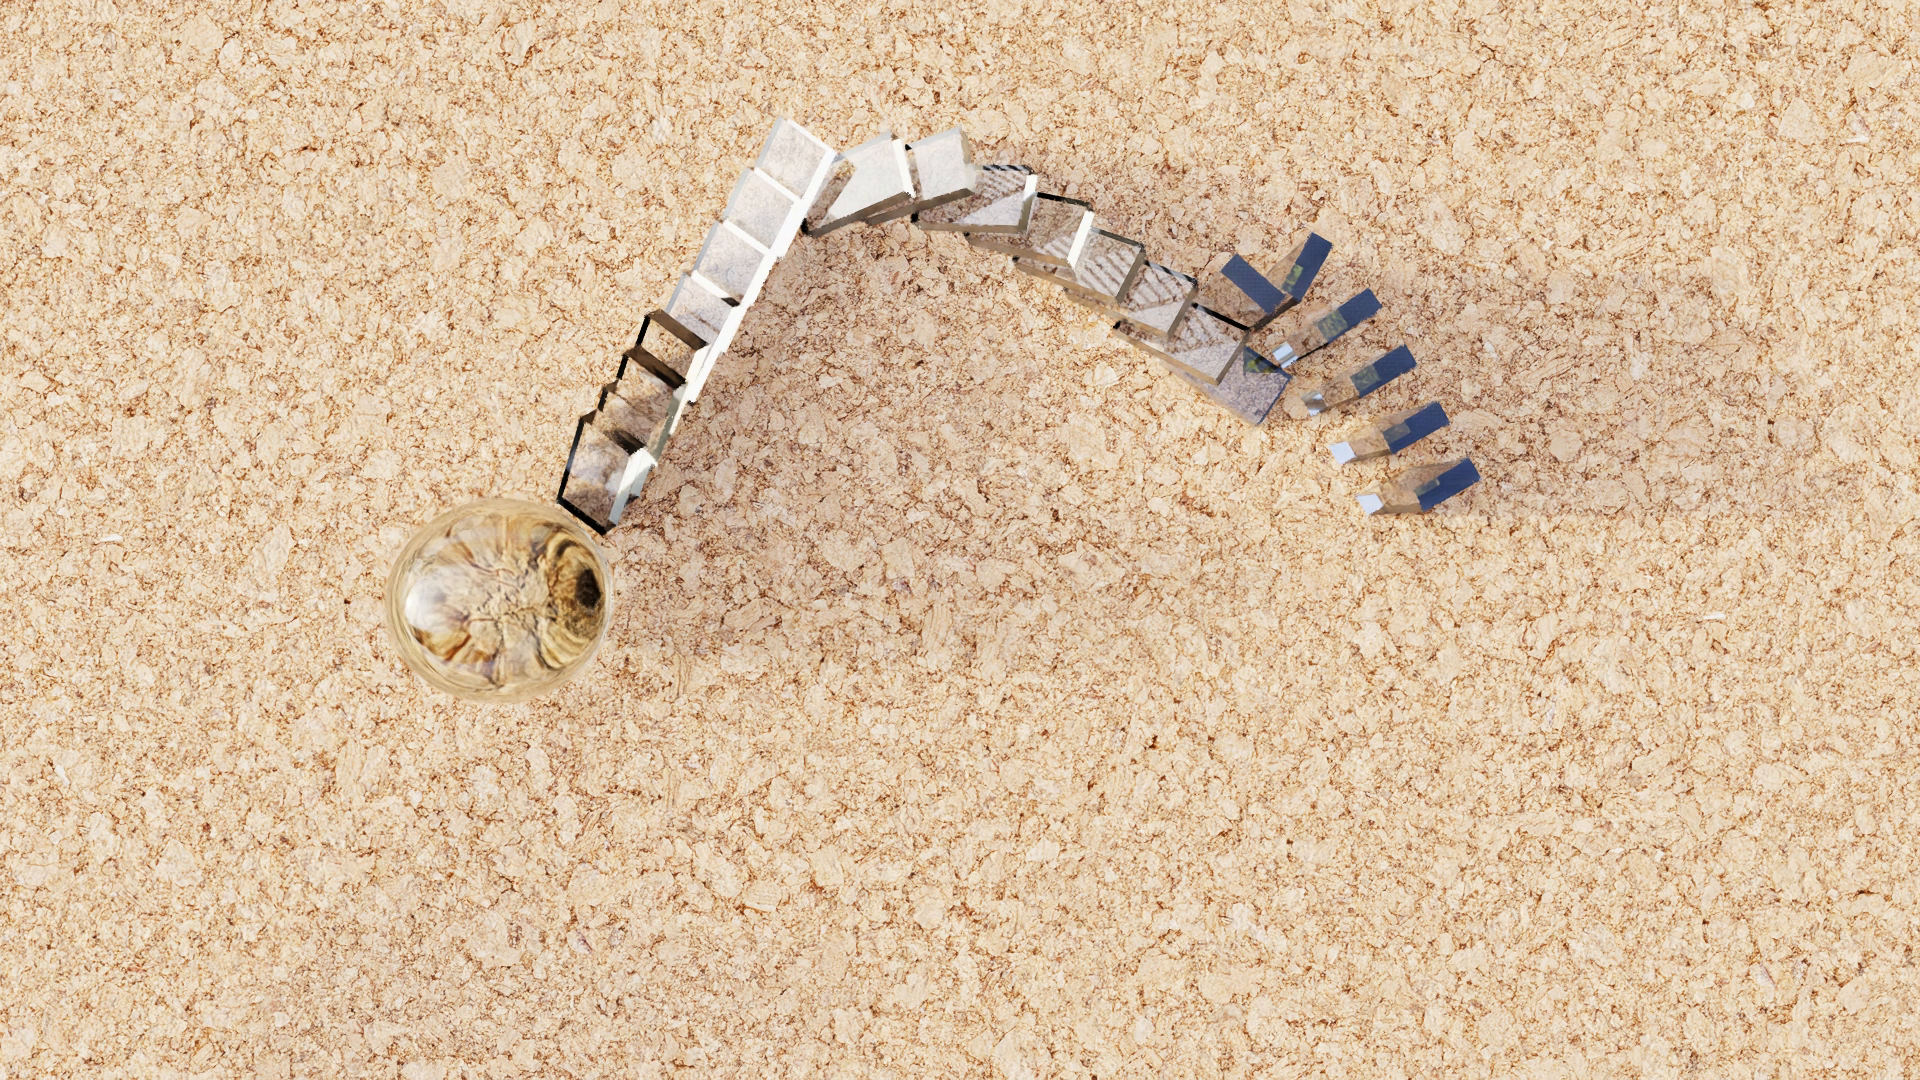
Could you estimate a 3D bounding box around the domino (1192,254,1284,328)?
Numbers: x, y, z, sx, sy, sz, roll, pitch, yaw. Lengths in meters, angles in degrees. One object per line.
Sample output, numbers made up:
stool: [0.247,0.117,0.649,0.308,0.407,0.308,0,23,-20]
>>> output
domino: [0.112,-0.098,0.375,0.025,0.050,0.010,41,90,0]

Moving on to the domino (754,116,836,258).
domino: [-0.075,-0.147,0.384,0.025,0.009,0.050,37,115,4]

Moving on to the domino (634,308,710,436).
domino: [-0.125,-0.068,0.382,0.025,0.009,0.050,36,125,0]

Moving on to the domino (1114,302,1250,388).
domino: [0.093,-0.087,0.386,0.050,0.010,0.025,33,90,22]

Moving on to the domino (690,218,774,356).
domino: [-0.101,-0.105,0.385,0.025,0.010,0.050,35,115,0]

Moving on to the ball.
ball: [-0.179,0.024,0.360,0.080,0.080,0.080,0,90,0]

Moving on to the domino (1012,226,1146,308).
domino: [0.050,-0.119,0.386,0.050,0.009,0.025,27,90,22]

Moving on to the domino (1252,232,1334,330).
domino: [0.133,-0.105,0.375,0.009,0.050,0.025,30,90,0]

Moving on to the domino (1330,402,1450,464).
domino: [0.174,-0.043,0.375,0.025,0.050,0.009,-29,90,0]

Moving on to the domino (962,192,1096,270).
domino: [0.028,-0.133,0.386,0.050,0.010,0.025,21,90,24]

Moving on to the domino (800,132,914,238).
domino: [-0.046,-0.149,0.386,0.050,0.009,0.025,-14,90,23]

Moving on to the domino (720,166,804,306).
domino: [-0.089,-0.127,0.385,0.025,0.010,0.050,36,115,2]

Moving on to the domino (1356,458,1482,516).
domino: [0.186,-0.021,0.375,0.025,0.050,0.010,-30,90,0]

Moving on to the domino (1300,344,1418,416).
domino: [0.162,-0.065,0.375,0.025,0.050,0.010,-30,90,0]

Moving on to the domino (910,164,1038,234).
domino: [0.005,-0.143,0.385,0.050,0.010,0.025,11,90,25]

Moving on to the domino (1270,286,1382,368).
domino: [0.149,-0.086,0.375,0.025,0.050,0.010,-34,90,0]

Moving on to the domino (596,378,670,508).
domino: [-0.140,-0.040,0.381,0.025,0.009,0.050,36,128,0]

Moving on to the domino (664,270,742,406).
domino: [-0.114,-0.084,0.386,0.025,0.009,0.050,35,114,0]

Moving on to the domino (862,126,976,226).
domino: [-0.020,-0.152,0.385,0.050,0.010,0.025,-8,89,24]

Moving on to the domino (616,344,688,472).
domino: [-0.133,-0.053,0.381,0.025,0.010,0.050,36,128,0]

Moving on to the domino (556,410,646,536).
domino: [-0.150,-0.027,0.381,0.025,0.010,0.050,36,128,0]

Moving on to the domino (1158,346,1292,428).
domino: [0.114,-0.073,0.395,0.050,0.009,0.025,34,90,0]

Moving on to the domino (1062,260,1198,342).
domino: [0.072,-0.106,0.386,0.050,0.009,0.025,29,90,22]
